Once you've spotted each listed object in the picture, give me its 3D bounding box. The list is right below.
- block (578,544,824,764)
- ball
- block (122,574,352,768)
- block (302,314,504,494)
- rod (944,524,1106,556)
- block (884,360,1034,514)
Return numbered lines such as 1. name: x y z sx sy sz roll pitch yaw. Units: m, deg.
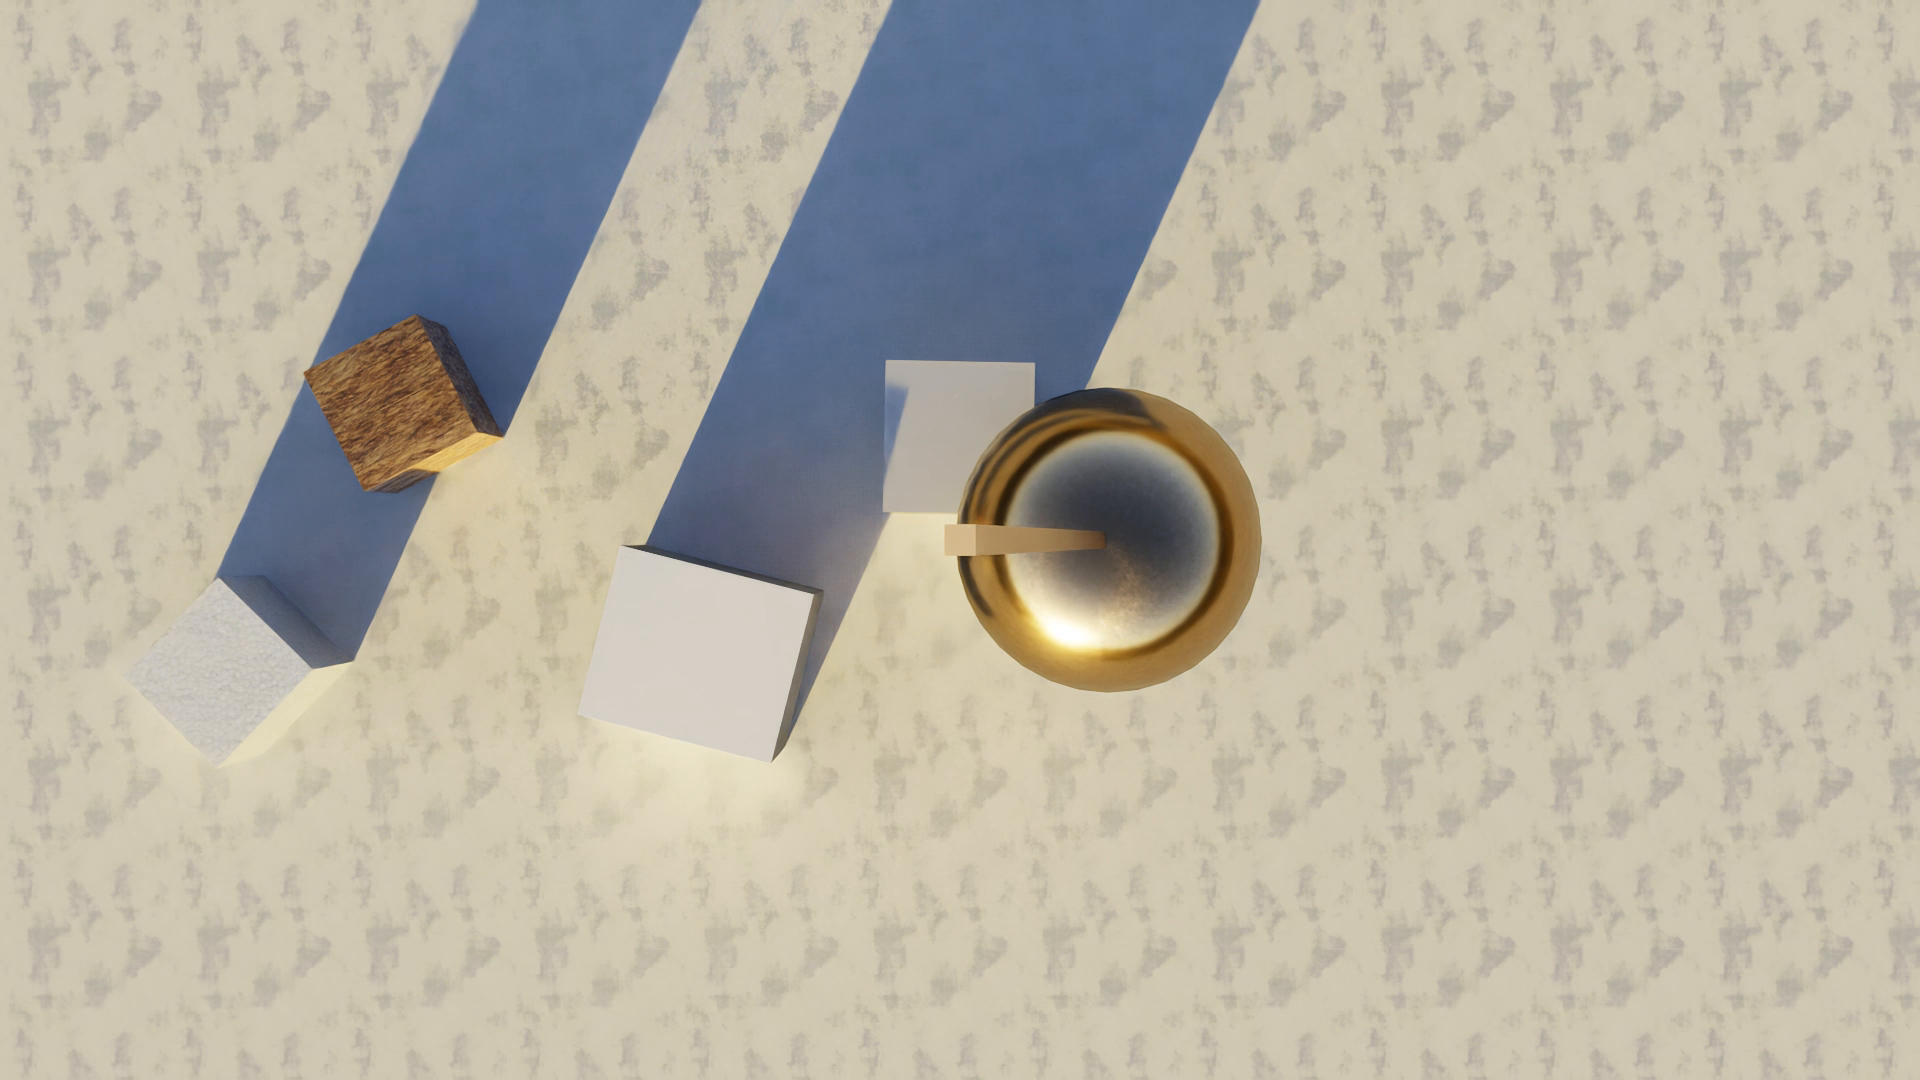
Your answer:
1. block: -1.449 0.627 12.522 1.095 0.955 0.957 14 90 0
2. ball: 0.773 0.000 11.506 1.600 1.600 1.600 0 90 0
3. block: -4.117 0.737 12.597 0.736 0.806 0.768 44 90 0
4. block: -3.184 -0.769 12.642 0.713 0.716 0.745 -27 90 0
5. rod: 0.335 0.000 8.134 0.080 5.200 0.080 0 90 7
6. block: -0.006 -0.570 12.600 0.827 0.800 0.842 1 90 0
